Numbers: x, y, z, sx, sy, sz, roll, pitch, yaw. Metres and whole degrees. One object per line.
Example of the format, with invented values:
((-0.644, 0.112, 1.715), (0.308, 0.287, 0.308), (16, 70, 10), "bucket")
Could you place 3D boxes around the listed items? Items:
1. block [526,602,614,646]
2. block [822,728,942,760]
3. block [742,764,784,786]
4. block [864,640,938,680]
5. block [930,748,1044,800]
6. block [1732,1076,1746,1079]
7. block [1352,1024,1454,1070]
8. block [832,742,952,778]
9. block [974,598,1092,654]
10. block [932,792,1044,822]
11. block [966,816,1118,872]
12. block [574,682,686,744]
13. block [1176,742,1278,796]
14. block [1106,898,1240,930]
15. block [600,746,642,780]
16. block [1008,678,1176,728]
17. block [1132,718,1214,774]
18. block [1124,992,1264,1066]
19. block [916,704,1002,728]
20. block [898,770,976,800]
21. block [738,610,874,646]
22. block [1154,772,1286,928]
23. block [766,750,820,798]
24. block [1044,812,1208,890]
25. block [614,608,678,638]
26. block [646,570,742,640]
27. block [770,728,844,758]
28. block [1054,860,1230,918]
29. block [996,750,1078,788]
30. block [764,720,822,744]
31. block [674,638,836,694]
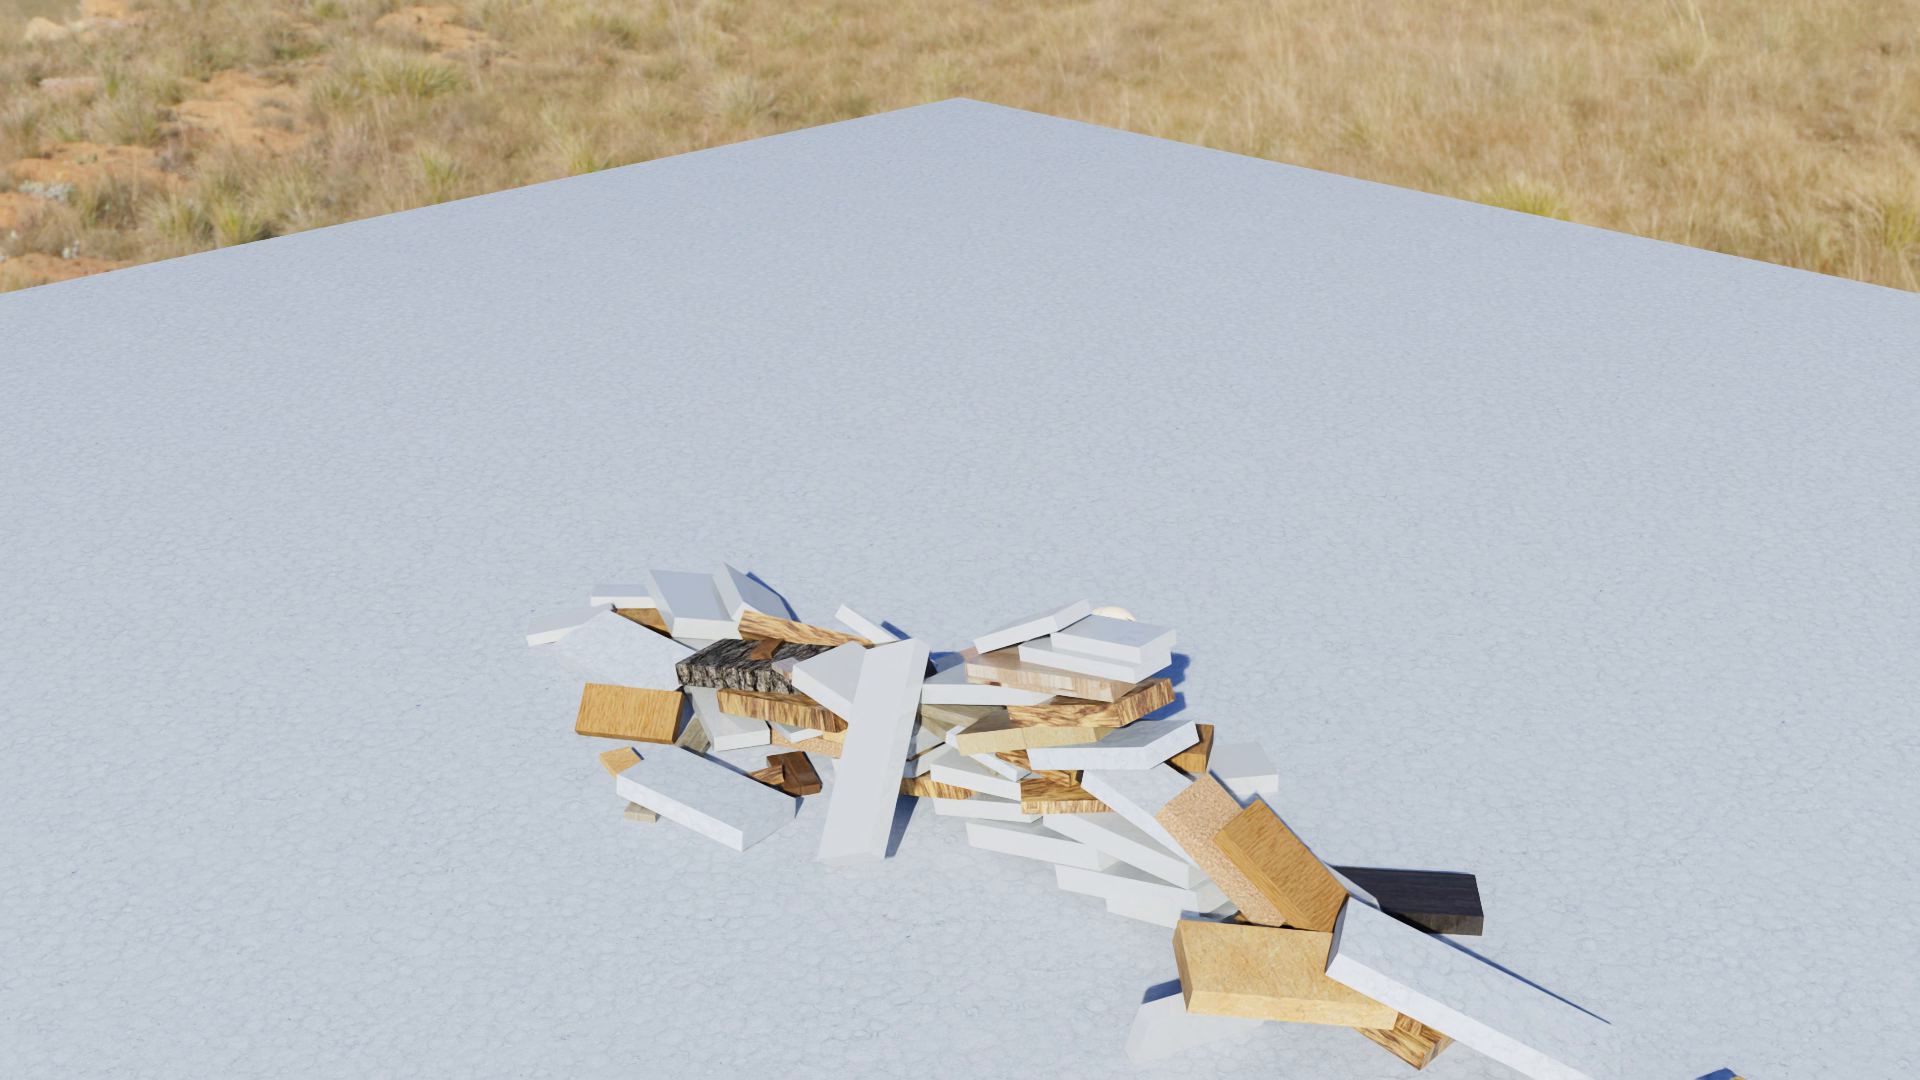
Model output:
((-0.922, 0.199, 5.209), (0.196, 0.028, 0.098), (-11, 23, 1), "block")
((-0.154, 0.395, 4.548), (0.244, 0.035, 0.122), (9, 23, 39), "block")
((-0.413, 0.494, 4.546), (0.096, 0.014, 0.048), (-15, 27, 1), "block")
((-0.141, 0.283, 4.649), (0.038, 0.134, 0.268), (-38, 14, -31), "block")
((0.087, 0.457, 4.332), (0.260, 0.037, 0.130), (9, 23, 31), "block")
((1.154, 0.956, 3.445), (0.349, 0.049, 0.175), (-11, 25, -25), "block")
((0.714, 0.791, 3.785), (0.280, 0.040, 0.140), (29, 36, 33), "block")
((-0.139, 0.451, 4.555), (0.244, 0.035, 0.122), (-4, 14, 46), "block")
((0.135, 0.161, 4.112), (0.210, 0.030, 0.105), (-19, 3, 44), "block")
((0.084, 0.513, 4.371), (0.260, 0.037, 0.130), (-2, 15, 45), "block")
((0.197, 0.561, 4.261), (0.176, 0.050, 0.352), (-21, 16, -41), "block")
((-0.713, 0.375, 4.752), (0.220, 0.031, 0.110), (5, 66, 11), "block")
((0.503, 0.483, 4.572), (0.284, 0.040, 0.142), (-4, 23, -9), "block")
((0.419, 0.667, 4.060), (0.140, 0.040, 0.280), (-21, 18, -41), "block")
((-0.701, 0.476, 4.614), (0.067, 0.019, 0.133), (-12, 26, -27), "block")
((0.240, 0.301, 4.073), (0.147, 0.042, 0.294), (-21, 10, -39), "block")
((0.375, 0.425, 4.604), (0.294, 0.042, 0.147), (4, 21, 12), "block")
((0.408, 0.802, 3.704), (0.253, 0.126, 0.036), (-11, 47, -24), "block")
((-0.014, 0.330, 4.376), (0.177, 0.025, 0.089), (13, 27, 33), "block")
((-0.044, 0.481, 4.483), (0.130, 0.037, 0.260), (-22, 14, -42), "block")
((-0.315, 0.247, 4.899), (0.336, 0.168, 0.048), (13, 67, 13), "block")
((0.486, 0.552, 3.868), (0.284, 0.040, 0.142), (47, 42, 13), "block")
((-0.349, 0.488, 4.583), (0.076, 0.021, 0.151), (-8, 24, -17), "block")
((0.343, 0.534, 4.080), (0.176, 0.050, 0.352), (-21, 29, -41), "block")
((-0.708, 0.194, 5.260), (0.242, 0.034, 0.121), (3, 23, 6), "block")
((-0.625, 0.152, 5.175), (0.166, 0.047, 0.331), (5, 17, -21), "block")
((-0.280, 0.413, 4.679), (0.244, 0.035, 0.122), (6, 20, 44), "block")
((0.365, 0.618, 4.092), (0.176, 0.050, 0.352), (-21, 16, -40), "block")
((0.168, 0.416, 4.210), (0.185, 0.026, 0.093), (19, 29, 39), "block")
((-0.371, 0.384, 4.734), (0.076, 0.021, 0.262), (-15, 16, -20), "block")
((-0.434, 0.273, 4.783), (0.338, 0.048, 0.169), (2, 18, 34), "block")
